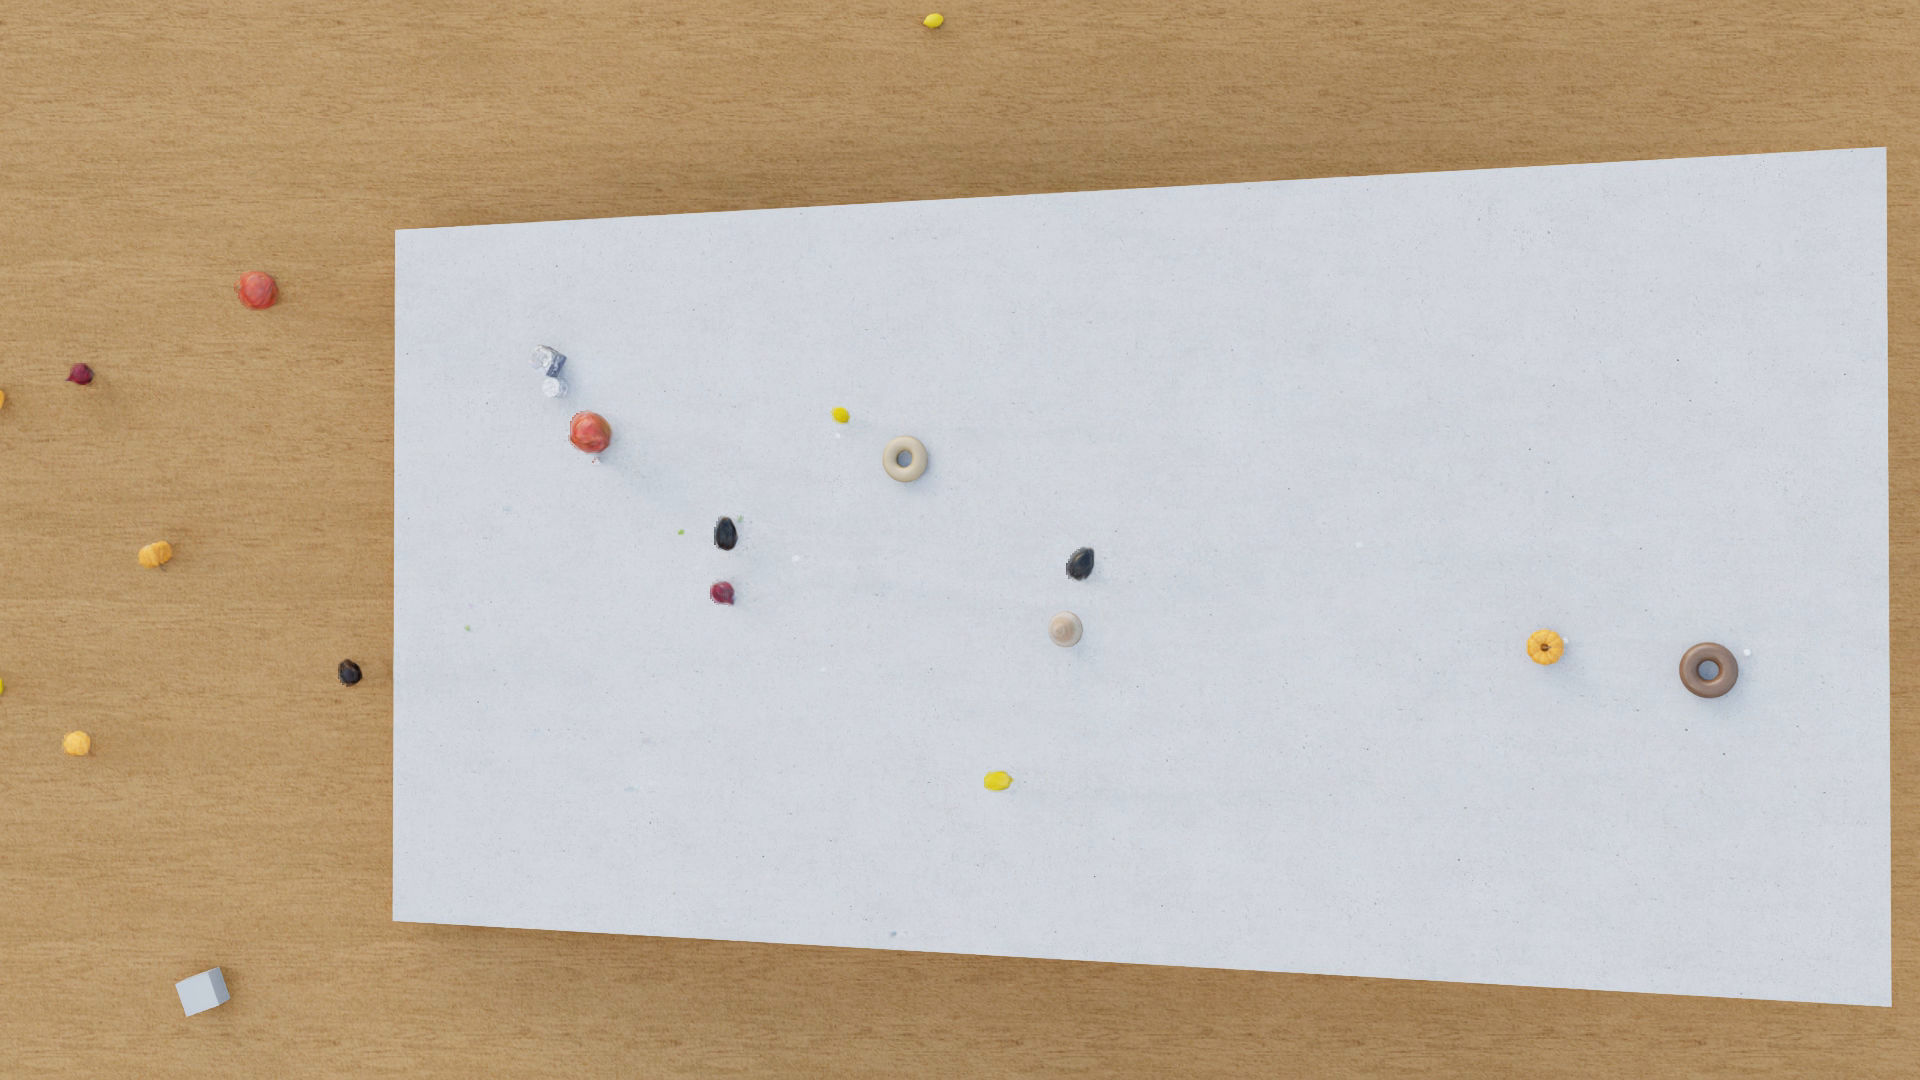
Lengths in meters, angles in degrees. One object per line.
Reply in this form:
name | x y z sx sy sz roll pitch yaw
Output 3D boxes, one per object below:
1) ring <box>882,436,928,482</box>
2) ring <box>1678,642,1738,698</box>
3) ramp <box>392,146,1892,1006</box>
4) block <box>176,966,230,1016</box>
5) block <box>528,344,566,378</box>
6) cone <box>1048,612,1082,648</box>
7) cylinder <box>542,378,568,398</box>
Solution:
ring | -0.147 -0.216 5.858 0.126 0.042 0.126 0 90 18
ring | 1.776 0.309 5.216 0.135 0.045 0.135 0 90 18
ramp | 0.277 0.092 5.788 4.000 0.100 2.000 0 89 18
block | -2.201 1.313 6.395 0.100 0.100 0.100 -20 89 0
block | -1.160 -0.504 6.183 0.065 0.065 0.065 31 99 16
cone | 0.260 0.232 5.689 0.095 0.095 0.095 0 89 18
cylinder | -1.138 -0.427 6.180 0.054 0.054 0.054 0 89 18
